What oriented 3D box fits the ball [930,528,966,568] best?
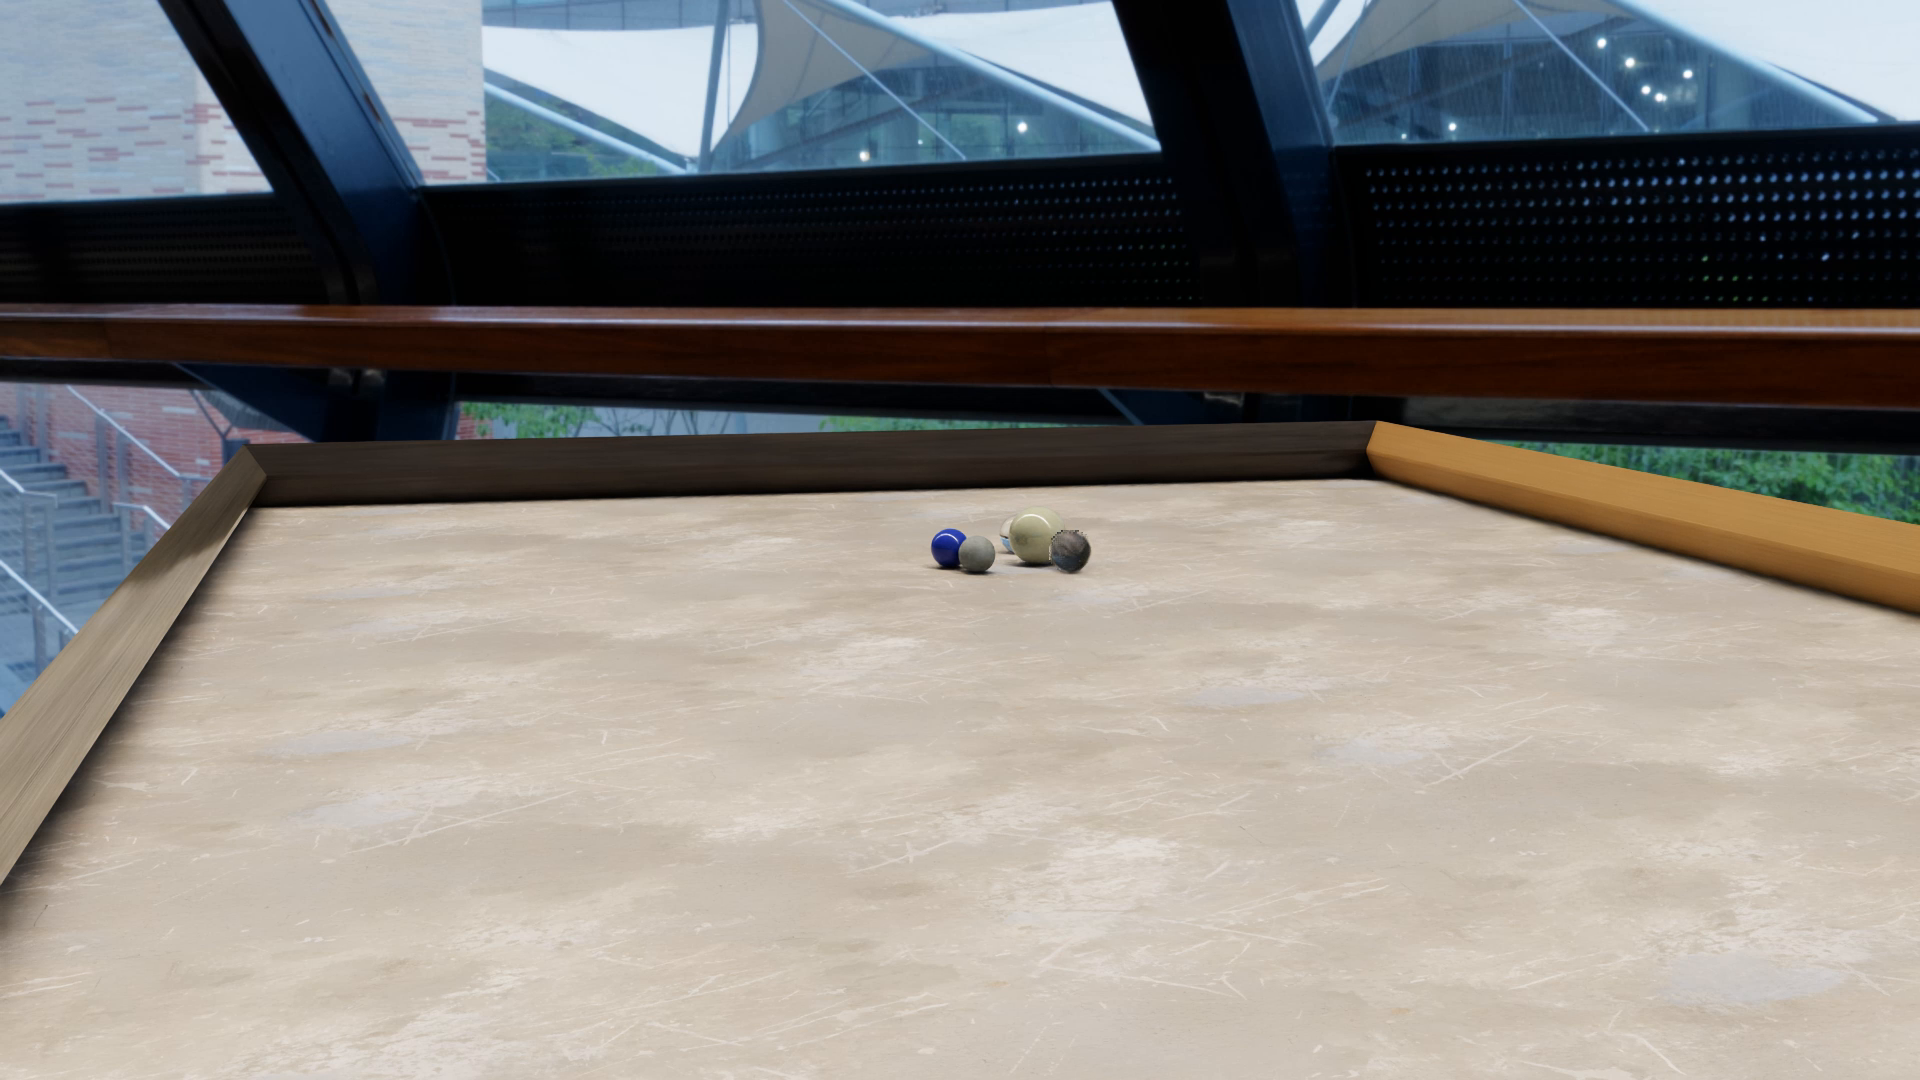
[{"bbox_3d":[-0.016,0.013,3.507,0.063,0.063,0.063,0,8,0],"label":"ball"}]

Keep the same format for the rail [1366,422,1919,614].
[{"bbox_3d":[1.371,0.072,2.856,0.045,0.122,4.092,-2,8,-13],"label":"rail"}]

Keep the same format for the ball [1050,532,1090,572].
[{"bbox_3d":[0.175,0.019,3.466,0.063,0.063,0.063,0,8,0],"label":"ball"}]

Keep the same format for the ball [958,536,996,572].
[{"bbox_3d":[0.027,0.022,3.454,0.059,0.059,0.059,0,8,0],"label":"ball"}]

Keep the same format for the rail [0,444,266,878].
[{"bbox_3d":[-0.893,0.146,2.317,0.045,0.122,4.092,-2,8,-13],"label":"rail"}]

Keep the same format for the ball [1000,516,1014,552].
[{"bbox_3d":[0.098,-0.010,3.674,0.063,0.063,0.063,0,8,0],"label":"ball"}]

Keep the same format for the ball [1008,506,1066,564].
[{"bbox_3d":[0.125,-0.007,3.540,0.094,0.094,0.094,0,8,0],"label":"ball"}]

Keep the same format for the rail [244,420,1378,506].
[{"bbox_3d":[-0.233,-0.160,4.534,2.377,0.122,0.045,-2,8,-13],"label":"rail"}]
